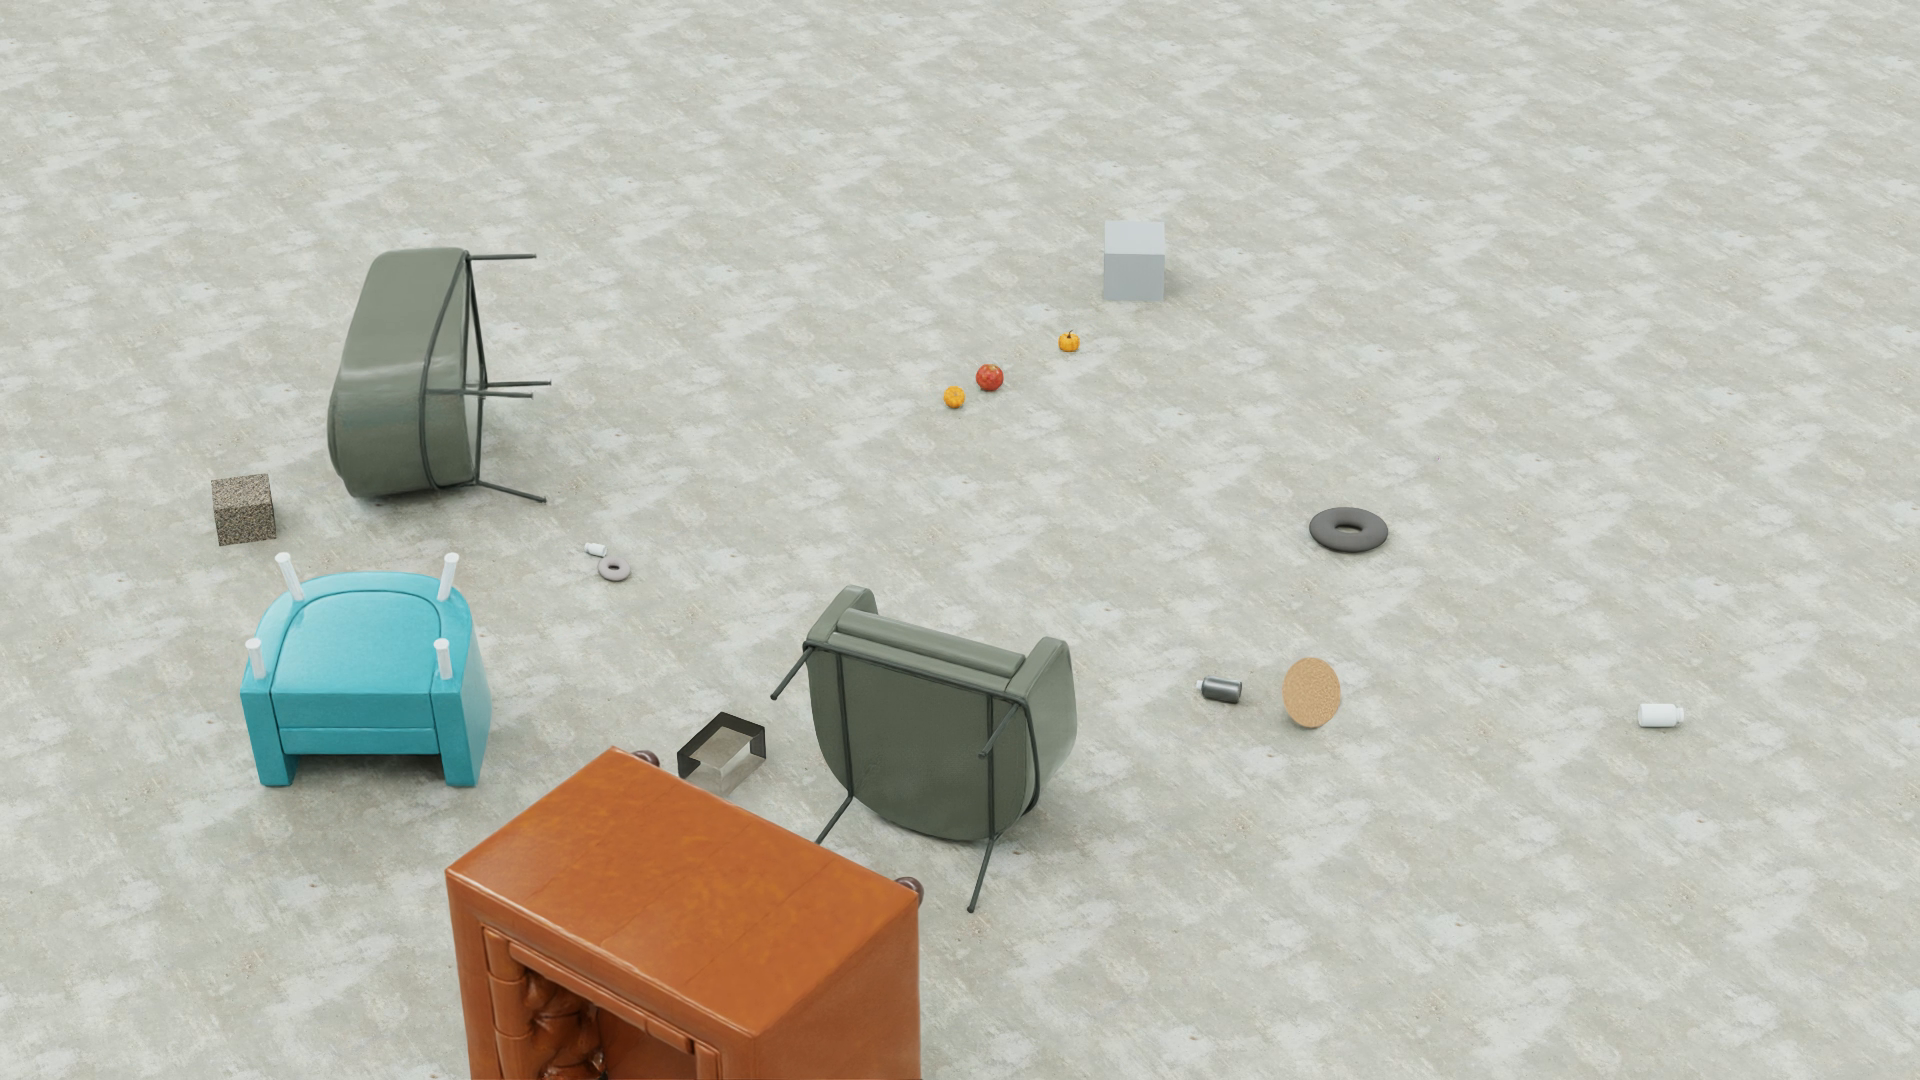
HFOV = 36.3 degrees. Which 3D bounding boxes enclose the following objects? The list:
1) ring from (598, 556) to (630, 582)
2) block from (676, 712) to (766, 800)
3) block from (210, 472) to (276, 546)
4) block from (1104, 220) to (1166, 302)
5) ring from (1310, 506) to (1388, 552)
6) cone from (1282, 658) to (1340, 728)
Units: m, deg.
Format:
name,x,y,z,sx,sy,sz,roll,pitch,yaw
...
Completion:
name,x,y,z,sx,sy,sz,roll,pitch,yaw
ring,-1.269,0.104,10.754,0.116,0.036,0.150,-19,38,-24
block,-0.790,0.716,9.734,0.174,0.136,0.262,18,37,25
block,-2.680,-0.114,10.972,0.210,0.160,0.214,-8,34,-12
block,0.745,-1.196,12.558,0.255,0.223,0.303,2,33,2
ring,1.451,-0.039,10.948,0.295,0.062,0.275,7,33,12
cone,1.163,0.539,10.049,0.302,0.230,0.126,-36,5,-42
